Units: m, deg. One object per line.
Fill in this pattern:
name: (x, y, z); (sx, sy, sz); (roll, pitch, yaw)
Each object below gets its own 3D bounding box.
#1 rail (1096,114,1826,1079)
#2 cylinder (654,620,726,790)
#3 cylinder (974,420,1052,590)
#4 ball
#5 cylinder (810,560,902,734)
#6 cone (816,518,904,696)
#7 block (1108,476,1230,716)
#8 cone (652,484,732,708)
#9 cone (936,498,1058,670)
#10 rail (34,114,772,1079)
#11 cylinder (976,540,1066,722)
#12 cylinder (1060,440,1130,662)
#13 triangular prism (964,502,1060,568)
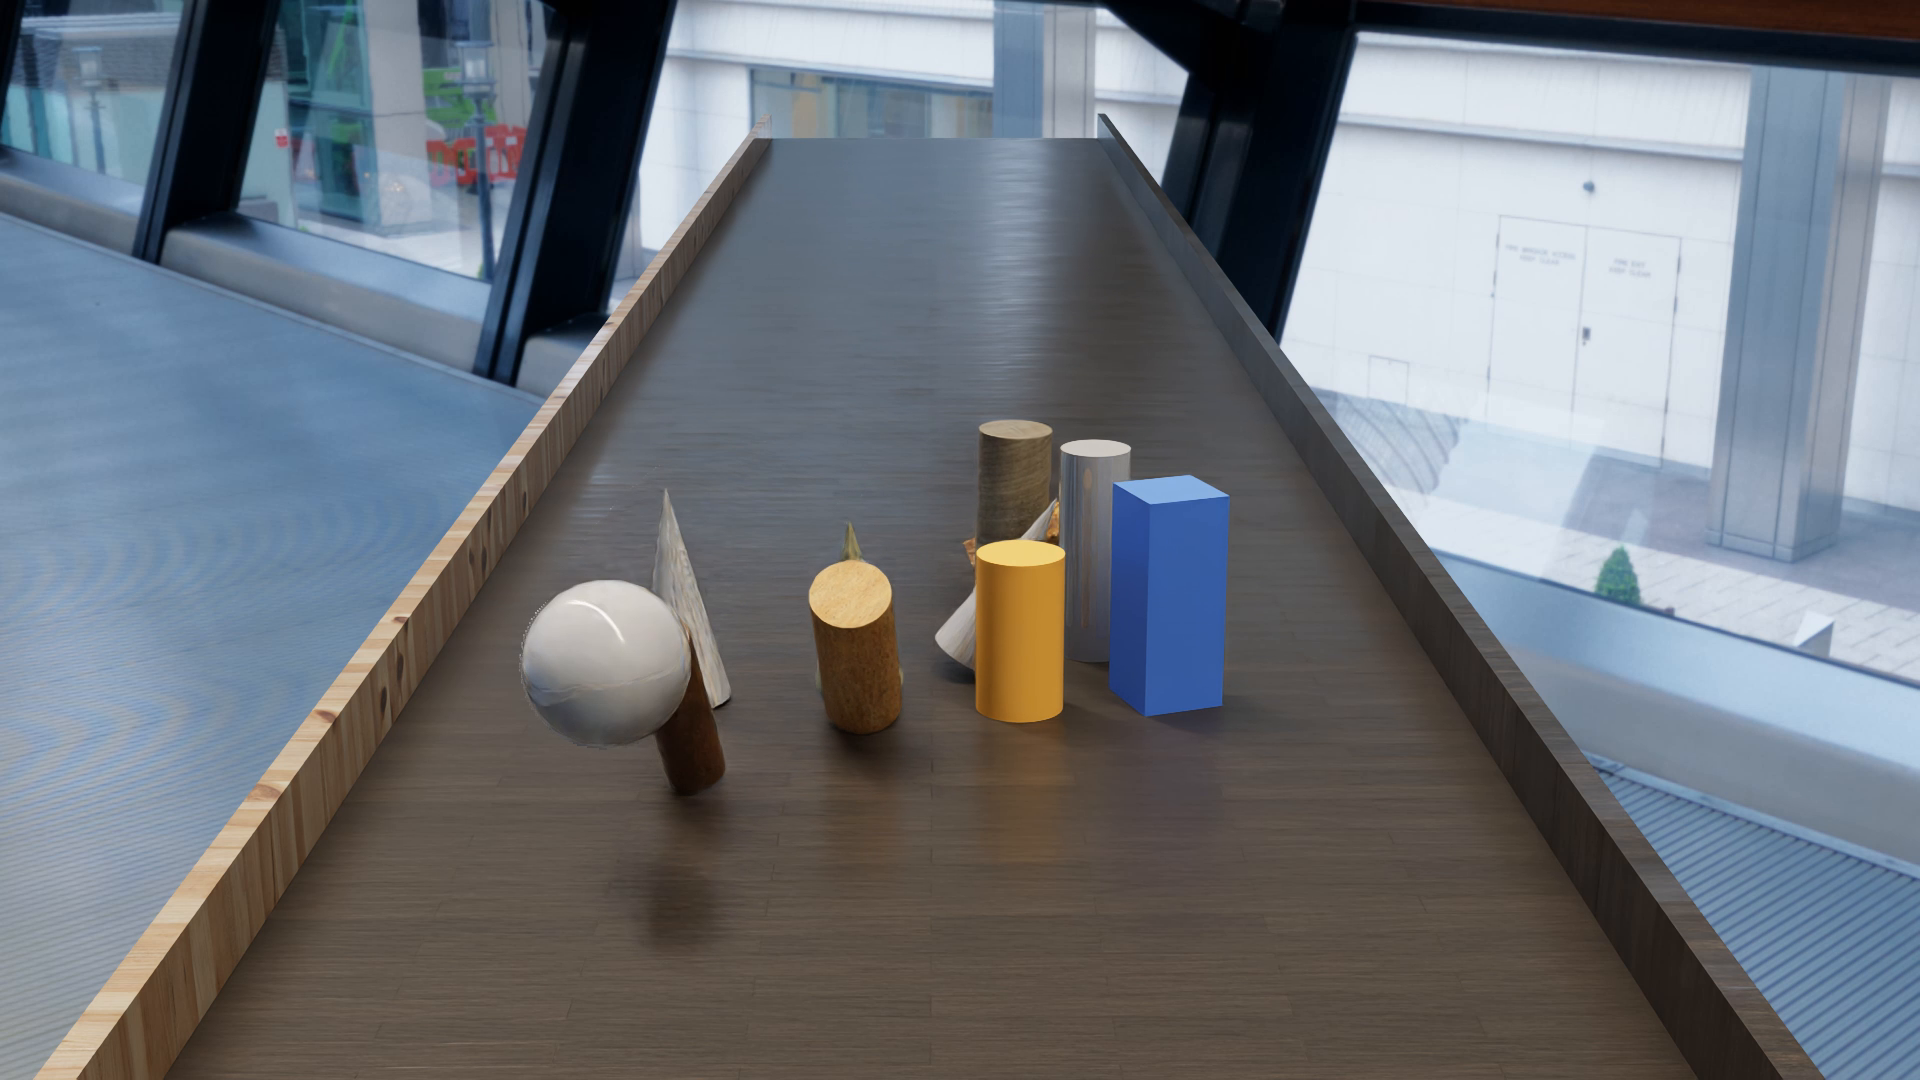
rail: (0.932, -0.844, 7.801); (0.050, 0.150, 12.000); (0, 17, -1)
cylinder: (-0.476, 0.278, 3.707); (0.105, 0.317, 0.105); (-5, 42, 4)
cylinder: (0.110, -0.037, 4.627); (0.152, 0.407, 0.152); (2, 18, -1)
ball: (-0.533, 0.186, 3.318); (0.253, 0.253, 0.253); (0, 17, 0)
cylinder: (-0.184, 0.196, 3.935); (0.143, 0.345, 0.143); (-1, 53, 1)
cone: (-0.199, 0.113, 4.133); (0.171, 0.373, 0.171); (-1, 35, 1)
block: (0.393, 0.103, 4.156); (0.162, 0.413, 0.162); (-6, 18, -20)
cone: (-0.537, 0.097, 4.141); (0.179, 0.423, 0.179); (-3, 18, 1)
cone: (0.104, 0.070, 4.295); (0.155, 0.368, 0.155); (26, 18, -9)
rail: (-1.118, -0.838, 7.780); (0.050, 0.150, 12.000); (0, 17, -1)
cylinder: (0.113, 0.170, 4.122); (0.165, 0.304, 0.165); (0, 17, 0)
cylinder: (0.268, 0.022, 4.409); (0.139, 0.425, 0.139); (0, 17, 0)
triangular prism: (0.179, -0.018, 4.806); (0.333, 0.120, 0.104); (-23, 60, 2)
